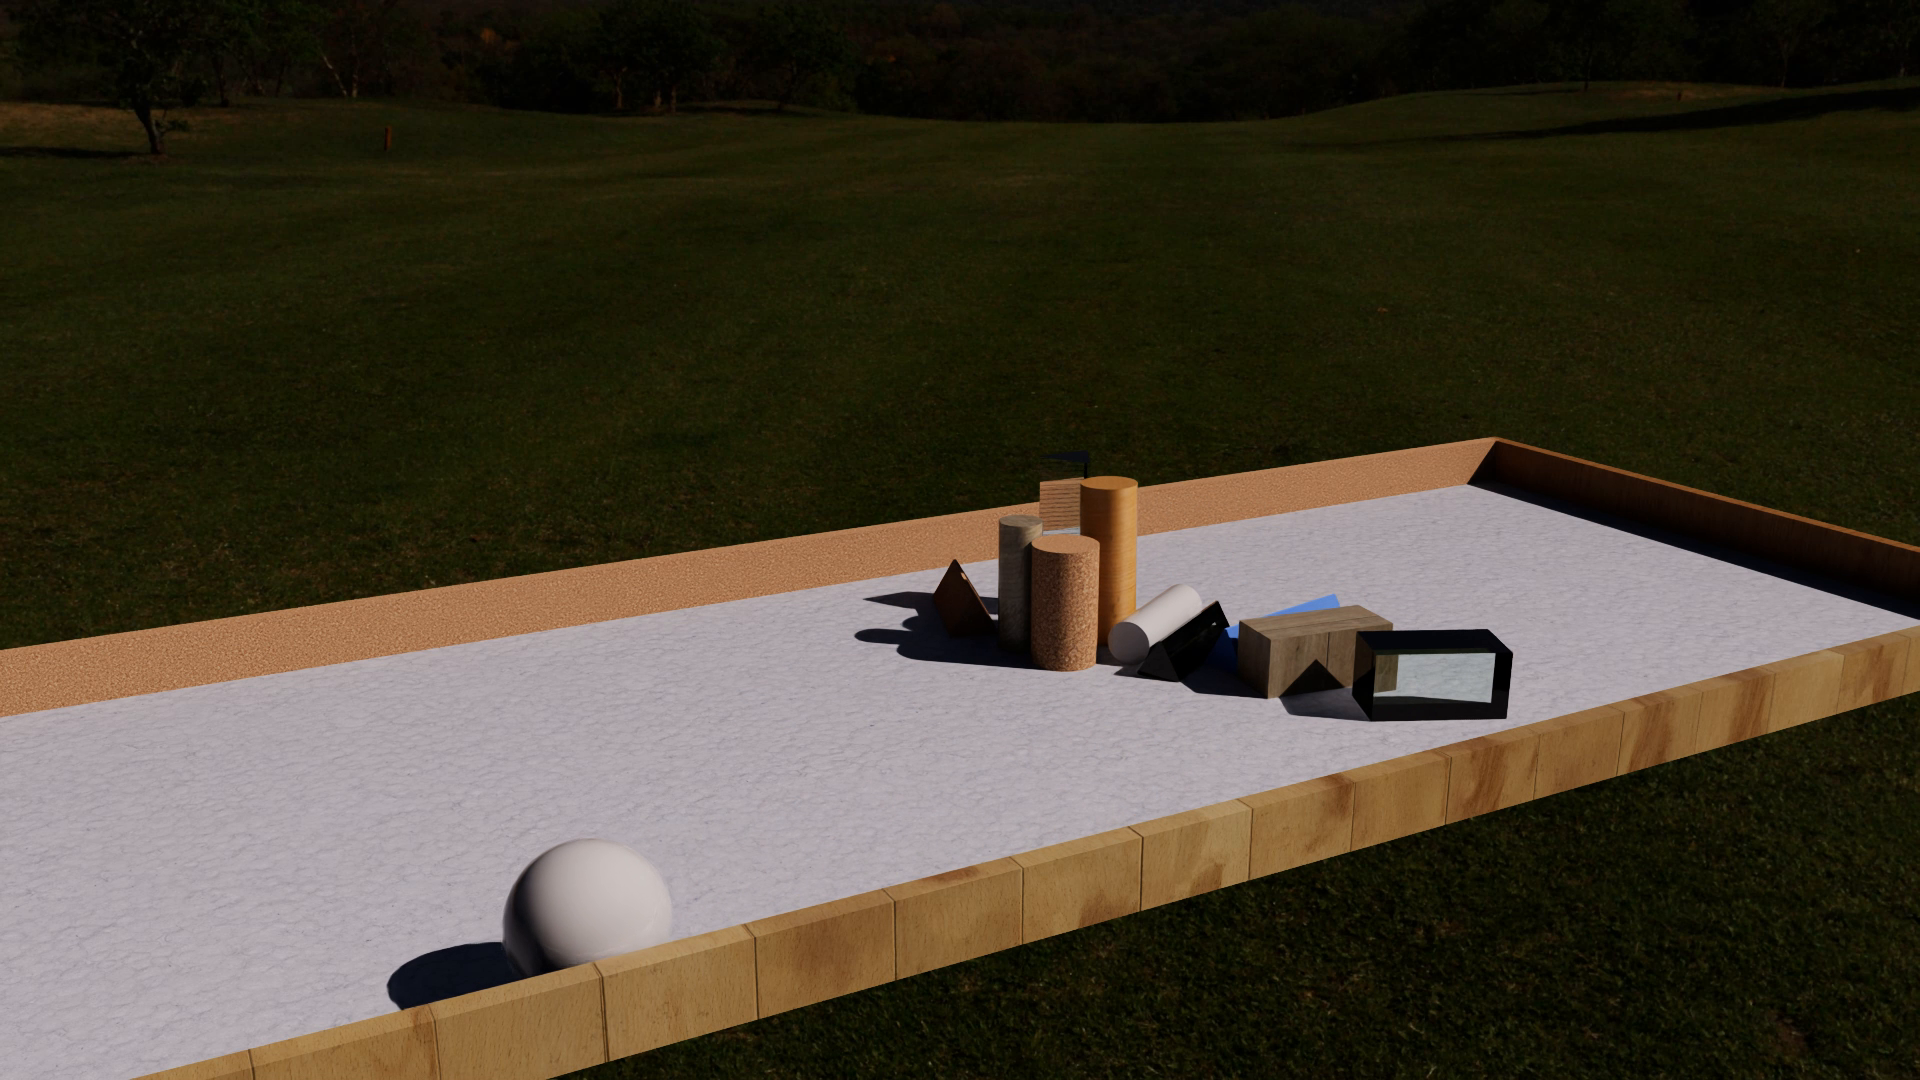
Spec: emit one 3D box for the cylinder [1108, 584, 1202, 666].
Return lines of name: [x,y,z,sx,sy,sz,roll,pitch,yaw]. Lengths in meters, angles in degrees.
cylinder: [0.523,0.222,4.391,0.118,0.118,0.361,9,19,28]

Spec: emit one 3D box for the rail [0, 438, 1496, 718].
rail: [-3.305,0.497,3.399,12.000,0.150,0.050,-9,18,-27]

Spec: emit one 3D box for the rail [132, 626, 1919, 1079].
rail: [-2.336,1.006,1.665,12.000,0.150,0.050,-9,18,-27]

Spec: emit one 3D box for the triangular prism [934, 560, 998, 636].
triangular prism: [0.012,0.156,4.610,0.132,0.114,0.337,-3,17,-8]

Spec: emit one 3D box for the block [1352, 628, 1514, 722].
block: [1.129,0.323,3.958,0.325,0.168,0.168,-1,16,-3]

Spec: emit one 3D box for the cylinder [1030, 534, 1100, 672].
cylinder: [0.269,0.161,4.248,0.173,0.316,0.173,0,16,0]

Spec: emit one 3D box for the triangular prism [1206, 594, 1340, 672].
triangular prism: [0.845,0.238,4.344,0.443,0.108,0.125,-13,21,-38]

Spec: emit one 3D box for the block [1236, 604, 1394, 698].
block: [0.888,0.278,4.137,0.348,0.154,0.154,-6,17,-19]

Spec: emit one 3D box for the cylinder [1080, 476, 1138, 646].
cylinder: [0.396,0.056,4.399,0.151,0.429,0.151,-1,16,0]

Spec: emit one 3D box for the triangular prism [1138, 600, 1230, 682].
triangular prism: [0.596,0.255,4.302,0.114,0.099,0.372,10,19,29]

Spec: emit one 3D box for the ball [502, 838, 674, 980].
ball: [-0.613,0.631,2.718,0.277,0.277,0.277,0,16,0]

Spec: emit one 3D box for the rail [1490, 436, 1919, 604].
rail: [2.466,-0.048,5.253,0.050,0.150,2.100,-9,18,-27]

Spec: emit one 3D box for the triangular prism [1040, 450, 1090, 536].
triangular prism: [0.318,-0.018,4.614,0.151,0.452,0.131,10,19,30]

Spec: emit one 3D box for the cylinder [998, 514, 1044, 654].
cylinder: [0.158,0.117,4.340,0.116,0.348,0.116,0,16,0]
